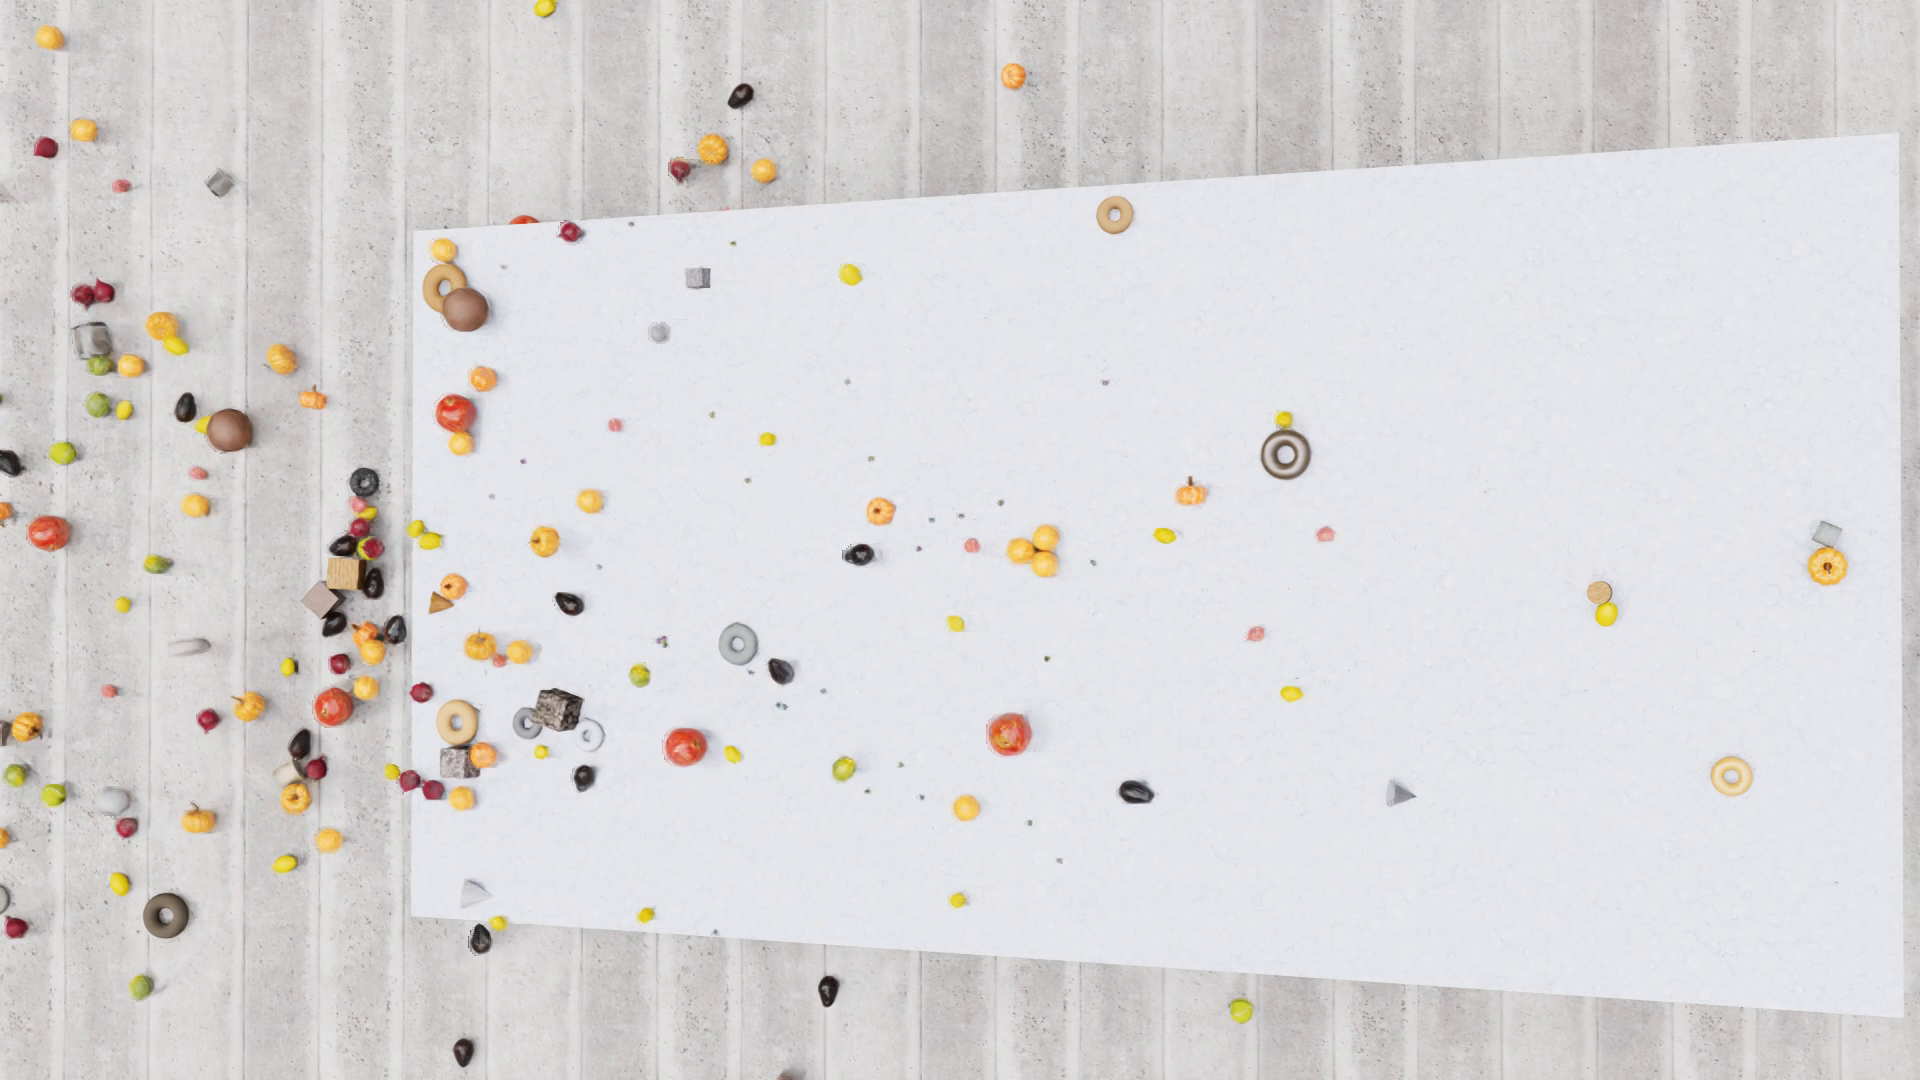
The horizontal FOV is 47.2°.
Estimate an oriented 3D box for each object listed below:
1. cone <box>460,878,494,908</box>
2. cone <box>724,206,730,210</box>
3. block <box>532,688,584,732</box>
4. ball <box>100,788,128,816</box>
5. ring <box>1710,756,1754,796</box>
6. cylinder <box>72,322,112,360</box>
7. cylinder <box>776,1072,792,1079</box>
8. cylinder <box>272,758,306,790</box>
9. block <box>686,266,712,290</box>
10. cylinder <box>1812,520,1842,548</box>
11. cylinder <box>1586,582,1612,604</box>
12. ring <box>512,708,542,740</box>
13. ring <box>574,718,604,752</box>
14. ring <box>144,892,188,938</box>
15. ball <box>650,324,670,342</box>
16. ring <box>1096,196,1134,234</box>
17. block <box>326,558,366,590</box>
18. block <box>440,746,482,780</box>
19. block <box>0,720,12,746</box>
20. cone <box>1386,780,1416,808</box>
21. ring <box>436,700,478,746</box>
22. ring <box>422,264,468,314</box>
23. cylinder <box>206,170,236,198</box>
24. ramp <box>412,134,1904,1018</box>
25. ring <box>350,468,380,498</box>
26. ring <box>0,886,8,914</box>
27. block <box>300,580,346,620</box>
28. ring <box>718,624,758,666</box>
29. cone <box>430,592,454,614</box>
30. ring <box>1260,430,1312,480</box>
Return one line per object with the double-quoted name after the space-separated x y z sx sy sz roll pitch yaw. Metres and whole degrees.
-1.379 1.018 6.303 0.090 0.090 0.090 8 89 -6 "cone"
-0.689 -0.960 6.512 0.077 0.077 0.077 -5 63 0 "cone"
-1.132 0.478 6.186 0.092 0.092 0.092 18 96 21 "block"
-2.488 0.769 6.467 0.080 0.080 0.080 0 89 0 "ball"
1.784 0.547 5.082 0.094 0.031 0.094 0 89 22 "ring"
-2.557 -0.586 6.478 0.092 0.092 0.092 -13 87 0 "cylinder"
-0.515 1.613 6.460 0.073 0.073 0.073 36 89 0 "cylinder"
-1.975 0.691 6.473 0.069 0.069 0.069 -30 89 0 "cylinder"
-0.722 -0.722 6.064 0.051 0.051 0.051 -4 88 21 "block"
1.974 -0.012 5.004 0.050 0.050 0.050 18 89 29 "cylinder"
1.508 0.124 5.182 0.054 0.054 0.054 0 89 21 "cylinder"
-1.230 0.522 6.256 0.094 0.031 0.094 0 90 20 "ring"
-1.045 0.550 6.184 0.094 0.031 0.094 -1 88 22 "ring"
-2.340 1.108 6.480 0.135 0.045 0.135 0 89 1 "ring"
-0.834 -0.573 6.104 0.053 0.053 0.053 0 89 0 "ball"
0.397 -0.834 5.640 0.098 0.033 0.098 0 90 20 "ring"
-1.804 0.099 6.471 0.090 0.090 0.090 3 89 0 "block"
-1.433 0.638 6.306 0.082 0.082 0.082 3 90 21 "block"
-2.849 0.565 6.474 0.071 0.071 0.071 18 89 0 "block"
1.081 0.621 5.355 0.068 0.068 0.068 7 89 -5 "cone"
-1.448 0.525 6.334 0.134 0.045 0.134 0 90 20 "ring"
-1.492 -0.729 6.365 0.146 0.049 0.146 0 90 21 "ring"
-2.187 -1.053 6.500 0.060 0.060 0.060 -42 89 0 "cylinder"
0.282 0.088 5.743 4.000 0.100 2.000 0 89 21 "ramp"
-1.762 -0.171 6.504 0.089 0.030 0.089 0 88 1 "ring"
-2.854 1.061 6.487 0.097 0.032 0.097 0 90 -1 "ring"
-1.874 0.176 6.474 0.080 0.080 0.080 42 89 0 "block"
-0.607 0.286 6.013 0.115 0.038 0.115 0 90 20 "ring"
-1.494 0.186 6.363 0.069 0.069 0.069 8 89 -5 "cone"
0.810 -0.212 5.465 0.129 0.043 0.129 0 90 21 "ring"
